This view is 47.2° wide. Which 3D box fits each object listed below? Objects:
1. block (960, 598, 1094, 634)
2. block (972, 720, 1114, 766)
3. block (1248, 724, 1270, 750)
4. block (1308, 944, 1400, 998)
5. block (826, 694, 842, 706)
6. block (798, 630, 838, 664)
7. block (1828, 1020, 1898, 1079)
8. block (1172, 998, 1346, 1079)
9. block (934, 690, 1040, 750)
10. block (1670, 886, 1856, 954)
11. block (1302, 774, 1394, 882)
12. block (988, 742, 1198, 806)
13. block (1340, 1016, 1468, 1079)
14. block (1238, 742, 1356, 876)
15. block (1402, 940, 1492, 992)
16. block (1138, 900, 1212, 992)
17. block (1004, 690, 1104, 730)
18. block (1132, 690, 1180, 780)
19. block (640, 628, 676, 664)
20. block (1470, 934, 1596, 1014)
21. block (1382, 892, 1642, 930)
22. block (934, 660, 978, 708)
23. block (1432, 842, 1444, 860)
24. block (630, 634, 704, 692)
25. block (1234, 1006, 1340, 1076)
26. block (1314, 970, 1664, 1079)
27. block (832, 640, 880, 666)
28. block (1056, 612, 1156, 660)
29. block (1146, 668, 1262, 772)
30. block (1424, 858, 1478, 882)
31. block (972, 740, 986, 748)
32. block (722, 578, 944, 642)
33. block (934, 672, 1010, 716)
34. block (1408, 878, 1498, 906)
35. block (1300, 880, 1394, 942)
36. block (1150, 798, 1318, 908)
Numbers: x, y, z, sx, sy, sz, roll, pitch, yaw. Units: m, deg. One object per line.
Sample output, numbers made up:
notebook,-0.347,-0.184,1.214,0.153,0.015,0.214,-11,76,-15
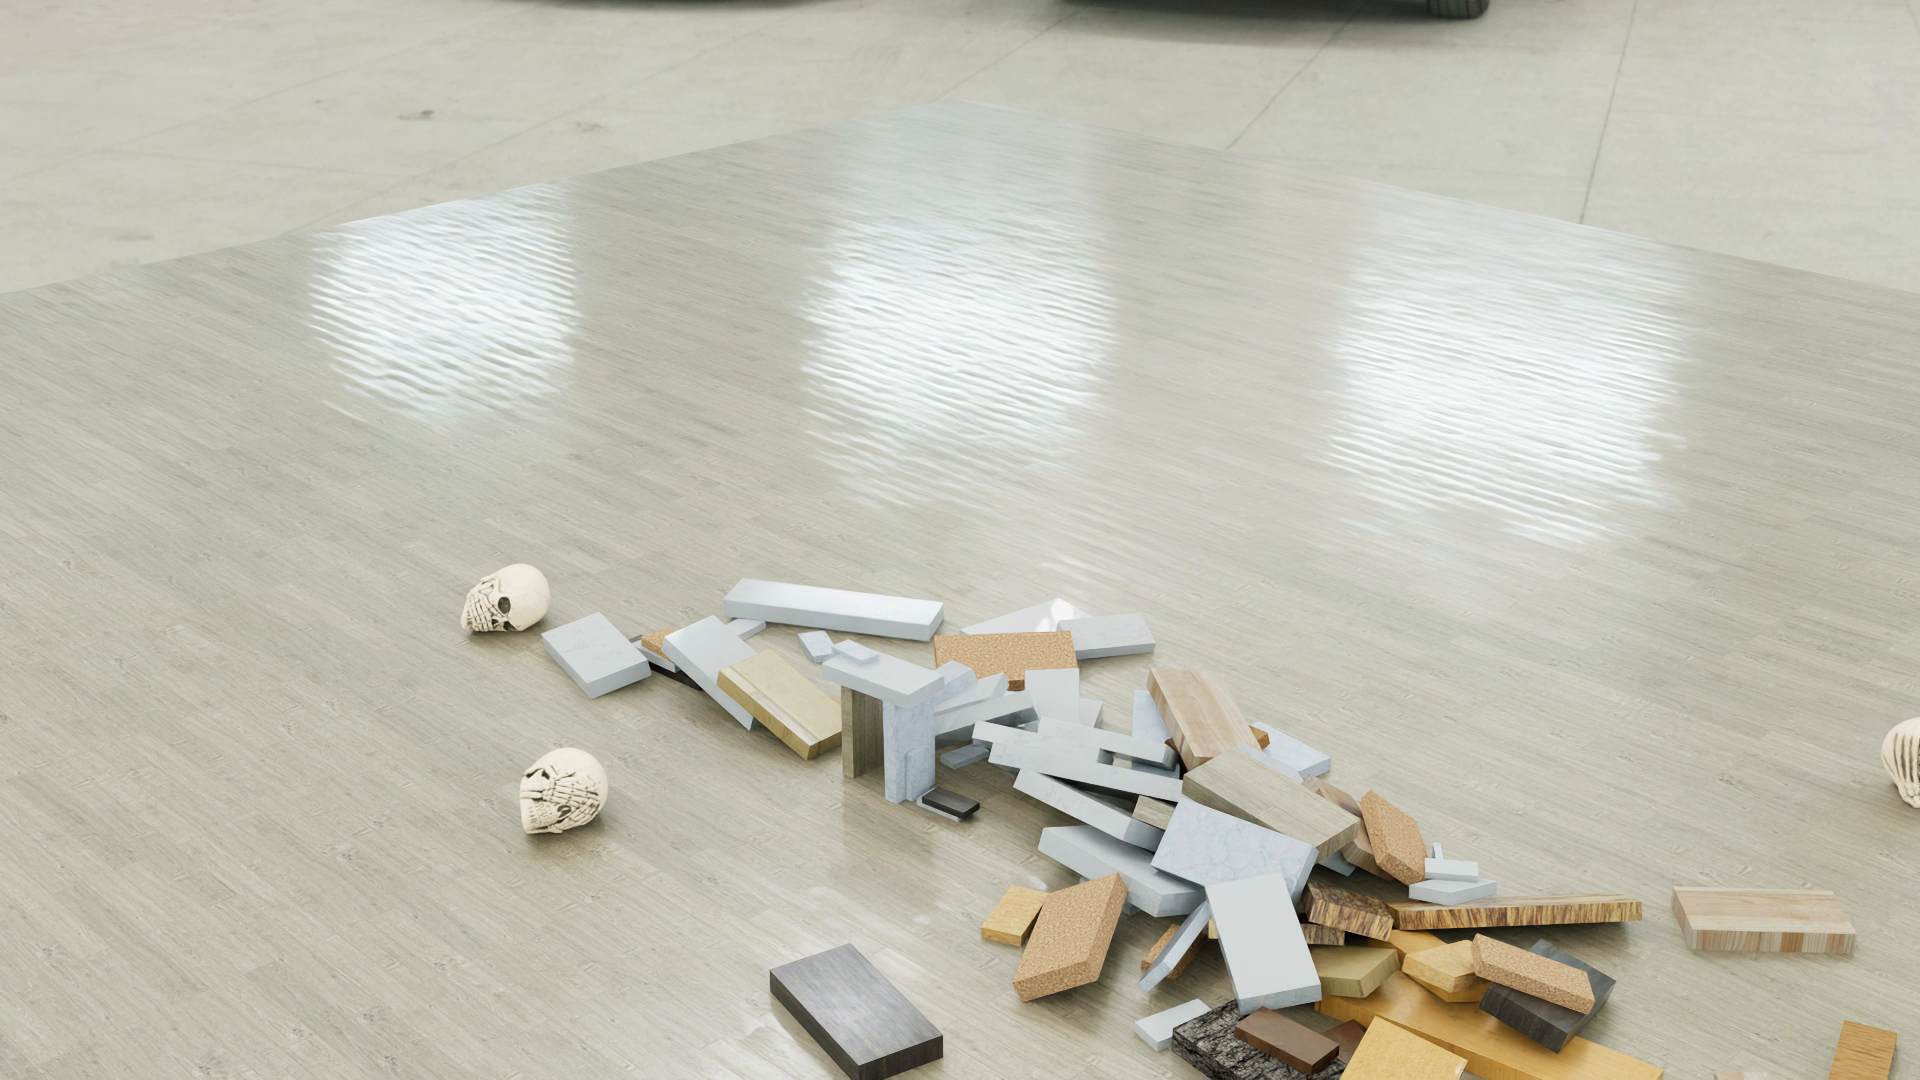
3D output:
block,0.163,0.218,5.194,0.297,0.042,0.149,-16,28,-33
block,0.172,0.429,4.535,0.268,0.038,0.134,11,-12,19
block,0.537,0.415,4.690,0.104,0.030,0.234,-34,34,-28
block,0.635,0.750,3.849,0.239,0.034,0.119,-5,14,45
block,-0.277,0.378,4.847,0.128,0.018,0.064,20,30,39
block,-0.331,0.250,5.149,0.064,0.018,0.128,-8,24,-18
block,1.505,0.875,3.668,0.086,0.024,0.202,12,26,25
block,0.519,0.876,3.638,0.162,0.046,0.324,-16,28,-33
block,0.027,0.383,4.616,0.268,0.038,0.134,-17,-18,3
block,1.480,0.700,4.057,0.292,0.041,0.146,1,23,3
block,0.758,0.559,4.281,0.121,0.034,0.241,28,18,-28
block,0.334,0.491,4.419,0.544,0.043,0.153,9,-12,25
block,0.673,0.904,3.486,0.162,0.046,0.324,24,36,19
block,0.655,0.526,4.310,0.153,0.043,0.306,27,18,-31
block,0.862,0.735,3.797,0.099,0.028,0.199,19,13,42
block,0.395,0.717,3.925,0.022,0.078,0.249,44,34,6
block,0.143,0.389,4.787,0.314,0.044,0.157,5,24,12
block,0.414,0.430,4.645,0.099,0.028,0.341,2,32,5
block,-0.655,0.246,5.042,0.077,0.022,0.155,-19,30,-38
block,0.969,0.735,3.728,0.199,0.028,0.099,19,19,1
block,1.014,0.683,4.049,0.448,0.034,0.121,-2,-1,-4
block,-0.087,0.341,4.784,0.233,0.033,0.117,-29,16,-17
block,0.918,0.627,4.220,0.014,0.049,0.097,2,23,5
block,-0.670,0.282,5.069,0.290,0.022,0.077,19,30,38
block,0.543,0.832,3.654,0.157,0.022,0.078,20,30,39
block,0.886,0.844,3.720,0.565,0.041,0.146,17,28,34
block,-0.215,0.232,4.526,0.048,0.014,0.095,-21,30,-40
block,0.341,0.225,5.138,0.209,0.030,0.104,-5,42,-18
block,0.515,0.382,4.620,0.157,0.044,0.350,4,26,-14
block,0.927,0.623,4.150,0.097,0.014,0.049,3,25,10
block,0.079,0.433,4.702,0.095,0.014,0.048,12,17,13
block,-0.304,0.166,5.289,0.510,0.042,0.149,7,21,12
block,-0.017,0.356,4.756,0.233,0.033,0.117,-18,17,23
block,0.922,0.653,4.109,0.086,0.024,0.172,5,4,43
block,0.694,0.666,3.961,0.140,0.040,0.280,14,0,6
block,0.505,0.587,4.056,0.280,0.140,0.040,17,-15,33
